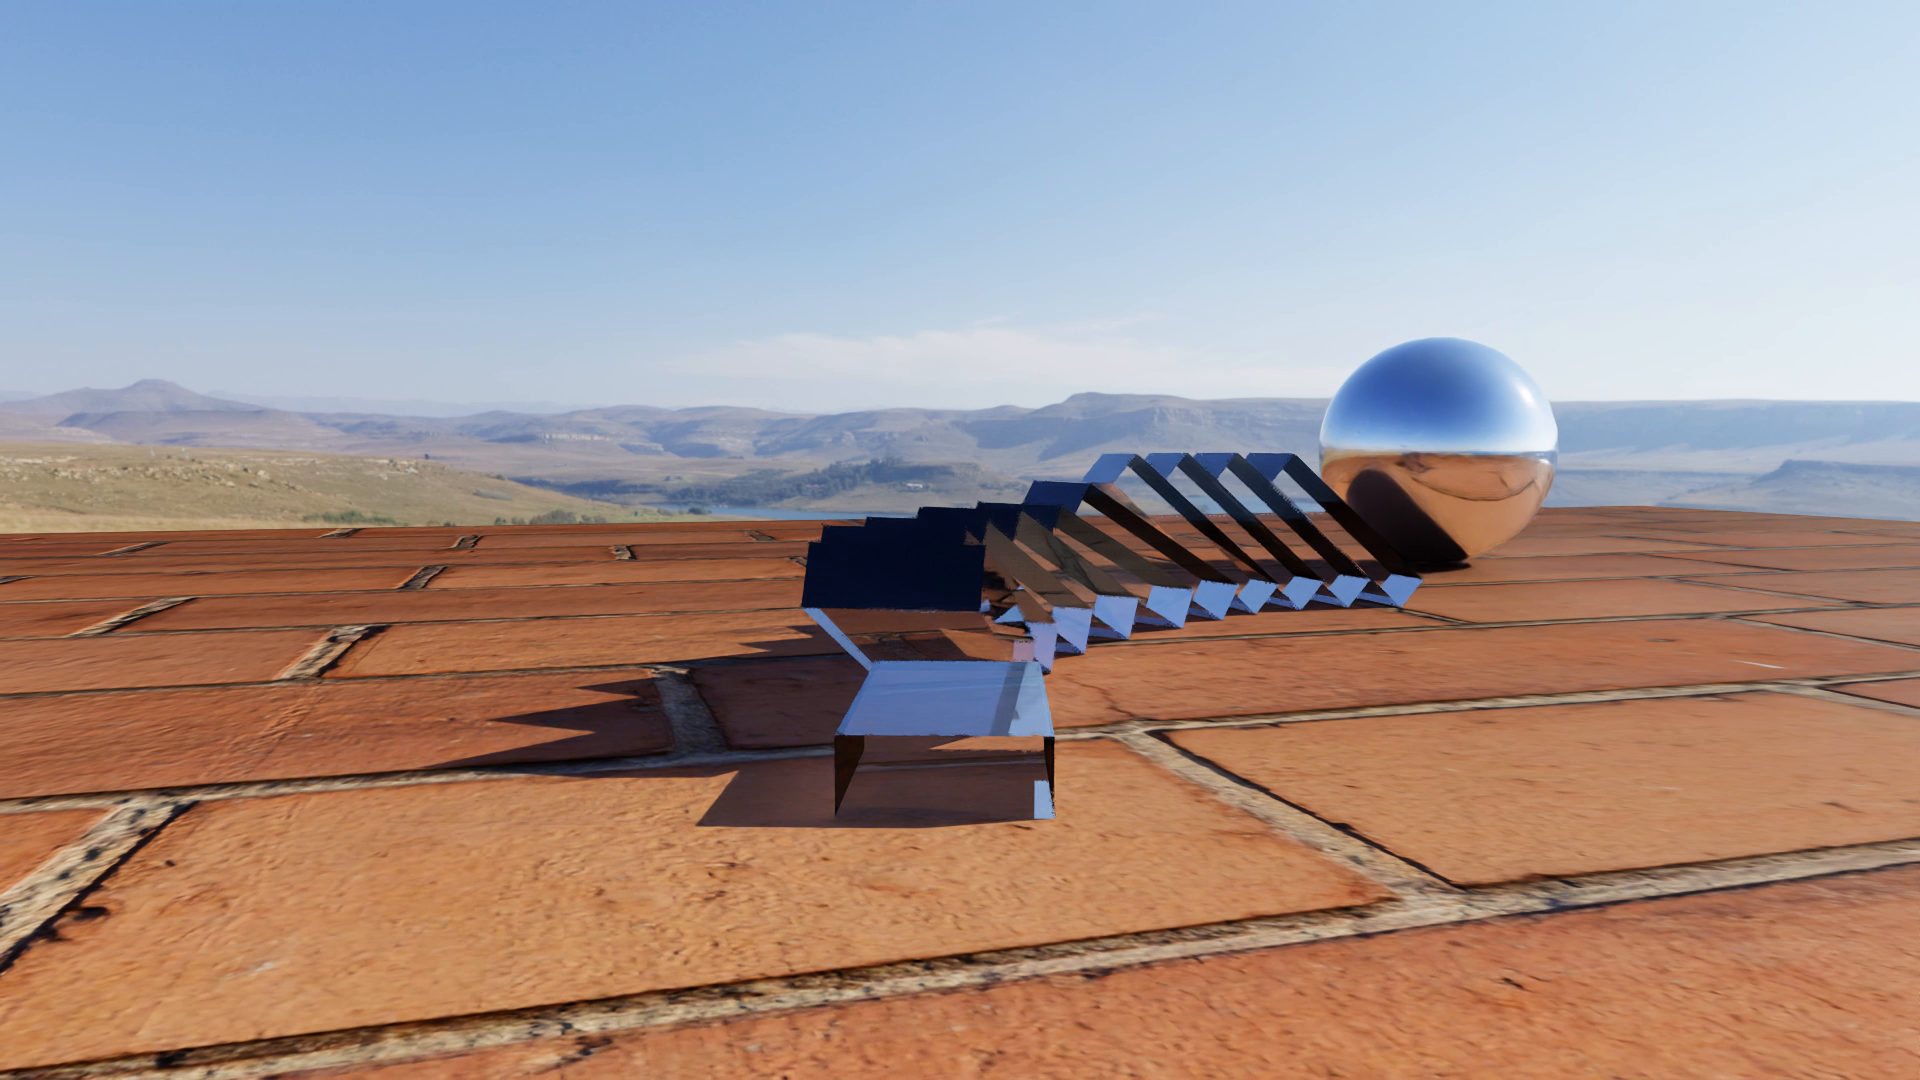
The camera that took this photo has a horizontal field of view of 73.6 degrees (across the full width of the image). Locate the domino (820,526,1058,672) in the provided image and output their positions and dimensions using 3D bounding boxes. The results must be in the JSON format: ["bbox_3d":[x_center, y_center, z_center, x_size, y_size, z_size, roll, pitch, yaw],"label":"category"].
[{"bbox_3d":[-0.003,0.011,0.223,0.025,0.010,0.050,2,-20,23],"label":"domino"}]

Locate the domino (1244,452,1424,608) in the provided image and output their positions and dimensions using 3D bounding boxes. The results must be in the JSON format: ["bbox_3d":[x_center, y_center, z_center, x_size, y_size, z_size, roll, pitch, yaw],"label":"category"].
[{"bbox_3d":[0.097,-0.003,0.341,0.050,0.009,0.025,41,-6,-13],"label":"domino"}]

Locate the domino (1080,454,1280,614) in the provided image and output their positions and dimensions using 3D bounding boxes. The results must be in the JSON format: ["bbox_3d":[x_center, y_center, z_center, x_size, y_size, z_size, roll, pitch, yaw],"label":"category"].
[{"bbox_3d":[0.055,-0.002,0.327,0.050,0.010,0.025,41,-6,-12],"label":"domino"}]

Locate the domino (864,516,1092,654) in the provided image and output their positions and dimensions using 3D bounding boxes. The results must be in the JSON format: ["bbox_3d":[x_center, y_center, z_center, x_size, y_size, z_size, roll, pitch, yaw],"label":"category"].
[{"bbox_3d":[0.004,0.009,0.247,0.025,0.010,0.050,2,-19,30],"label":"domino"}]

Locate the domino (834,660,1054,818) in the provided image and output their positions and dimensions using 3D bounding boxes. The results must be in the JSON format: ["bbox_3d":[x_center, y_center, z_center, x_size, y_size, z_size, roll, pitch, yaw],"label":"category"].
[{"bbox_3d":[-0.001,0.025,0.171,0.025,0.010,0.050,0,4,2],"label":"domino"}]

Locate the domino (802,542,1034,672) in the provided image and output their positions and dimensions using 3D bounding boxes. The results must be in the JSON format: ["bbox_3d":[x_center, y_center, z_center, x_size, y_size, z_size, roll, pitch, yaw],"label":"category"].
[{"bbox_3d":[-0.004,0.013,0.198,0.025,0.010,0.050,1,-19,12],"label":"domino"}]

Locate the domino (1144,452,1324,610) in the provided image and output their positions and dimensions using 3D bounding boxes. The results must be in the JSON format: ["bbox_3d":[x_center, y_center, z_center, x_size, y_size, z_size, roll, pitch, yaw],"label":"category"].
[{"bbox_3d":[0.069,-0.003,0.334,0.050,0.010,0.025,41,-6,-12],"label":"domino"}]

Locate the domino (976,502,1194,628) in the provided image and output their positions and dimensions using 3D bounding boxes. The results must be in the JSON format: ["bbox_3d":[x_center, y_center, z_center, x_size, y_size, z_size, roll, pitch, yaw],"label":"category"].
[{"bbox_3d":[0.028,0.006,0.290,0.025,0.010,0.050,4,-19,47],"label":"domino"}]

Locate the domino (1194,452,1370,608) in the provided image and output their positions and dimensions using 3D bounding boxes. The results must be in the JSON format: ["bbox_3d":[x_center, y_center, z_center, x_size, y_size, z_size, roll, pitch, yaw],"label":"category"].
[{"bbox_3d":[0.082,-0.003,0.339,0.050,0.010,0.025,41,-6,-13],"label":"domino"}]

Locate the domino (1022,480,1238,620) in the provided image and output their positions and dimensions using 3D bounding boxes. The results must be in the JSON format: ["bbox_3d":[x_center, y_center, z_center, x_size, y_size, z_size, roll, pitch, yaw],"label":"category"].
[{"bbox_3d":[0.041,0.002,0.311,0.050,0.010,0.025,32,-11,-26],"label":"domino"}]

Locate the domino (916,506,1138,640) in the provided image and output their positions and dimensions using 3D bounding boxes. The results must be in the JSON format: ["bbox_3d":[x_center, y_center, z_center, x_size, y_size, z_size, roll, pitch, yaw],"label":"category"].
[{"bbox_3d":[0.014,0.007,0.269,0.025,0.009,0.050,3,-20,37],"label":"domino"}]

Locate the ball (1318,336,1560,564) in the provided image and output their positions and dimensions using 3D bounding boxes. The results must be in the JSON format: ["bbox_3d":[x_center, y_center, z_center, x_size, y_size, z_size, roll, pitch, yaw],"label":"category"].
[{"bbox_3d":[0.168,-0.032,0.455,0.080,0.080,0.080,0,4,0],"label":"ball"}]
